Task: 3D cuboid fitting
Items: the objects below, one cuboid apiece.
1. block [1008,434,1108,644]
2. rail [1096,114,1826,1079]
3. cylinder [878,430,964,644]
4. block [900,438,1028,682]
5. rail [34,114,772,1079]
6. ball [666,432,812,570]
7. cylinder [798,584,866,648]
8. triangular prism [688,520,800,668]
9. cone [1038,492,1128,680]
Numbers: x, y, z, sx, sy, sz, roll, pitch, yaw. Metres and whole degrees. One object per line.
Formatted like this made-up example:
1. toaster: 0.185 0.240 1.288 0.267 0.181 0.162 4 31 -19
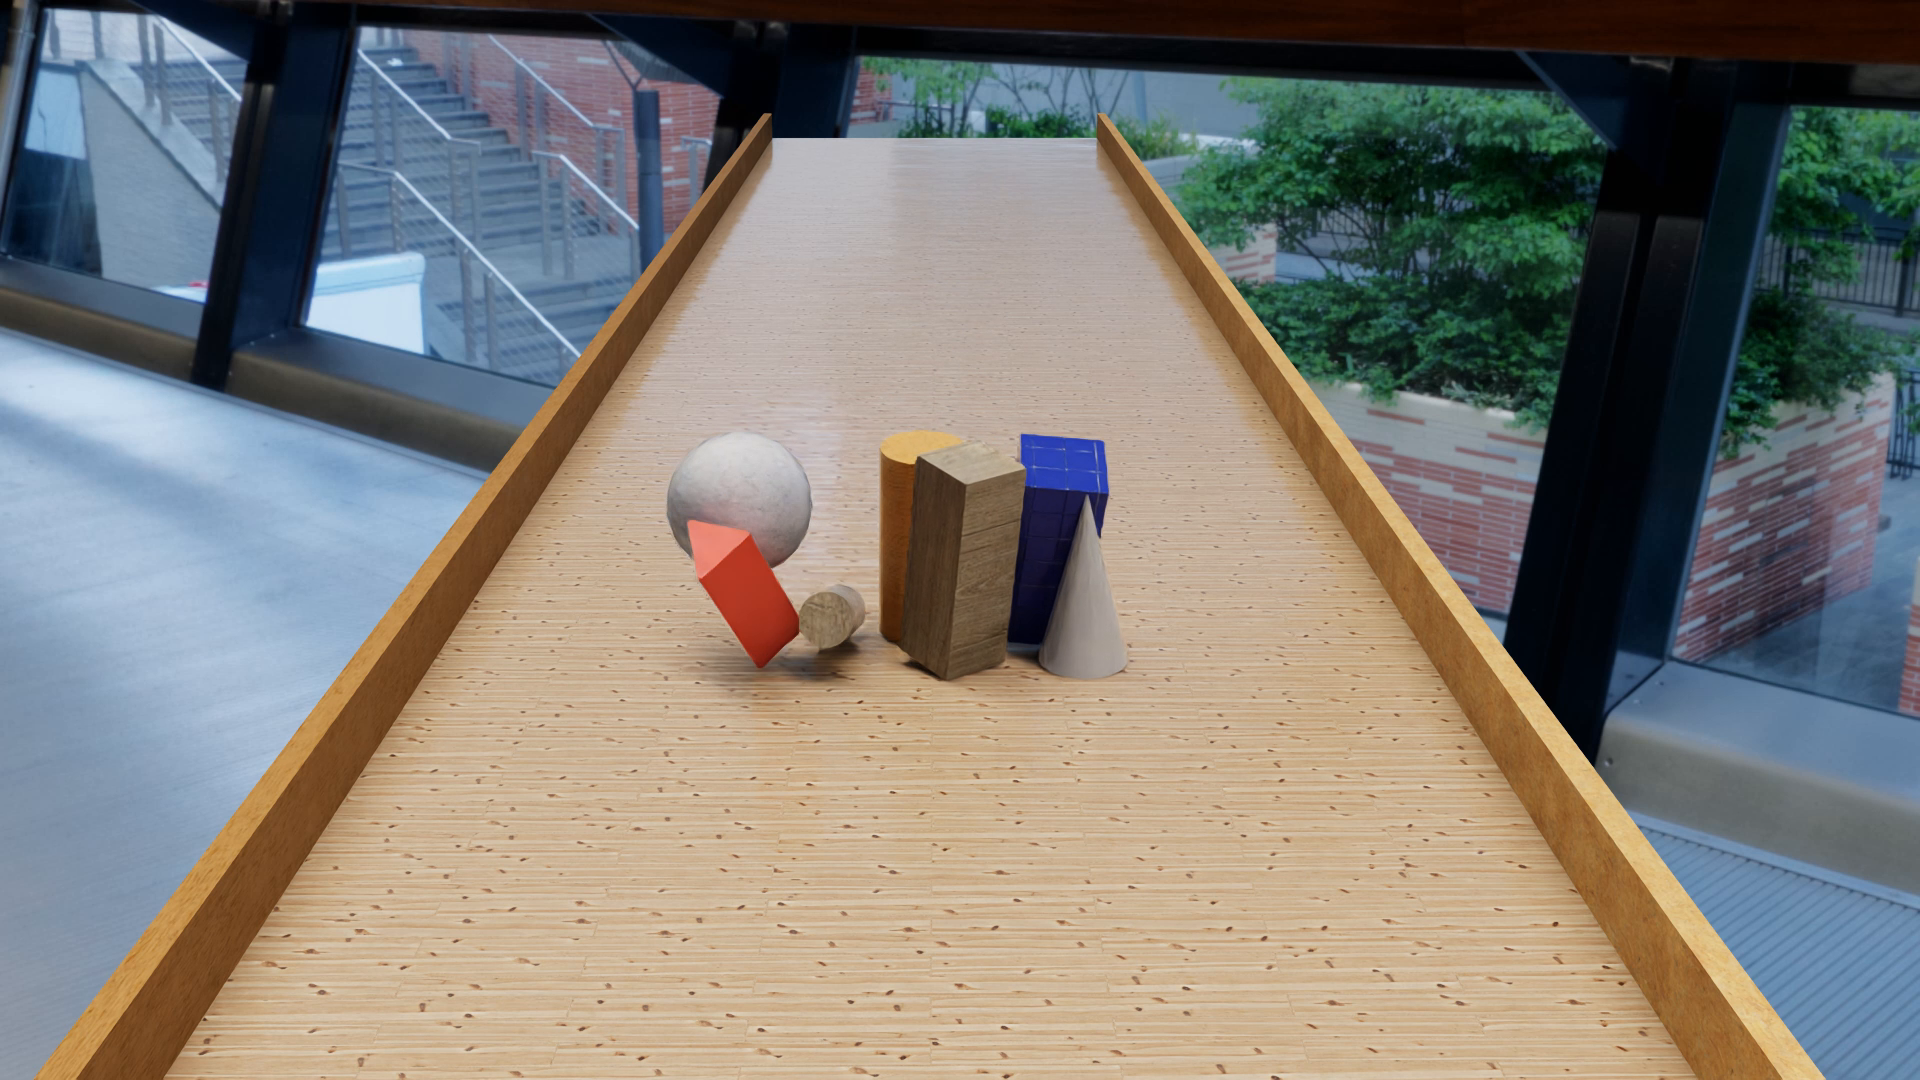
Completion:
1. block: 0.180 0.004 4.417 0.167 0.406 0.167 5 40 -4
2. rail: 0.932 -0.844 7.801 0.050 0.150 12.000 0 17 -1
3. cylinder: -0.076 -0.002 4.482 0.176 0.405 0.176 1 25 -1
4. block: 0.003 0.040 4.295 0.150 0.428 0.150 -16 34 -37
5. rail: -1.118 -0.838 7.780 0.050 0.150 12.000 0 17 -1
6. ball: -0.431 -0.070 4.304 0.284 0.284 0.284 0 17 0
7. cylinder: -0.254 0.150 4.400 0.108 0.108 0.303 1 1 2
8. triangular prism: -0.428 0.089 4.219 0.123 0.421 0.107 -43 64 -11
9. cone: 0.245 0.070 4.307 0.179 0.365 0.179 0 26 0
